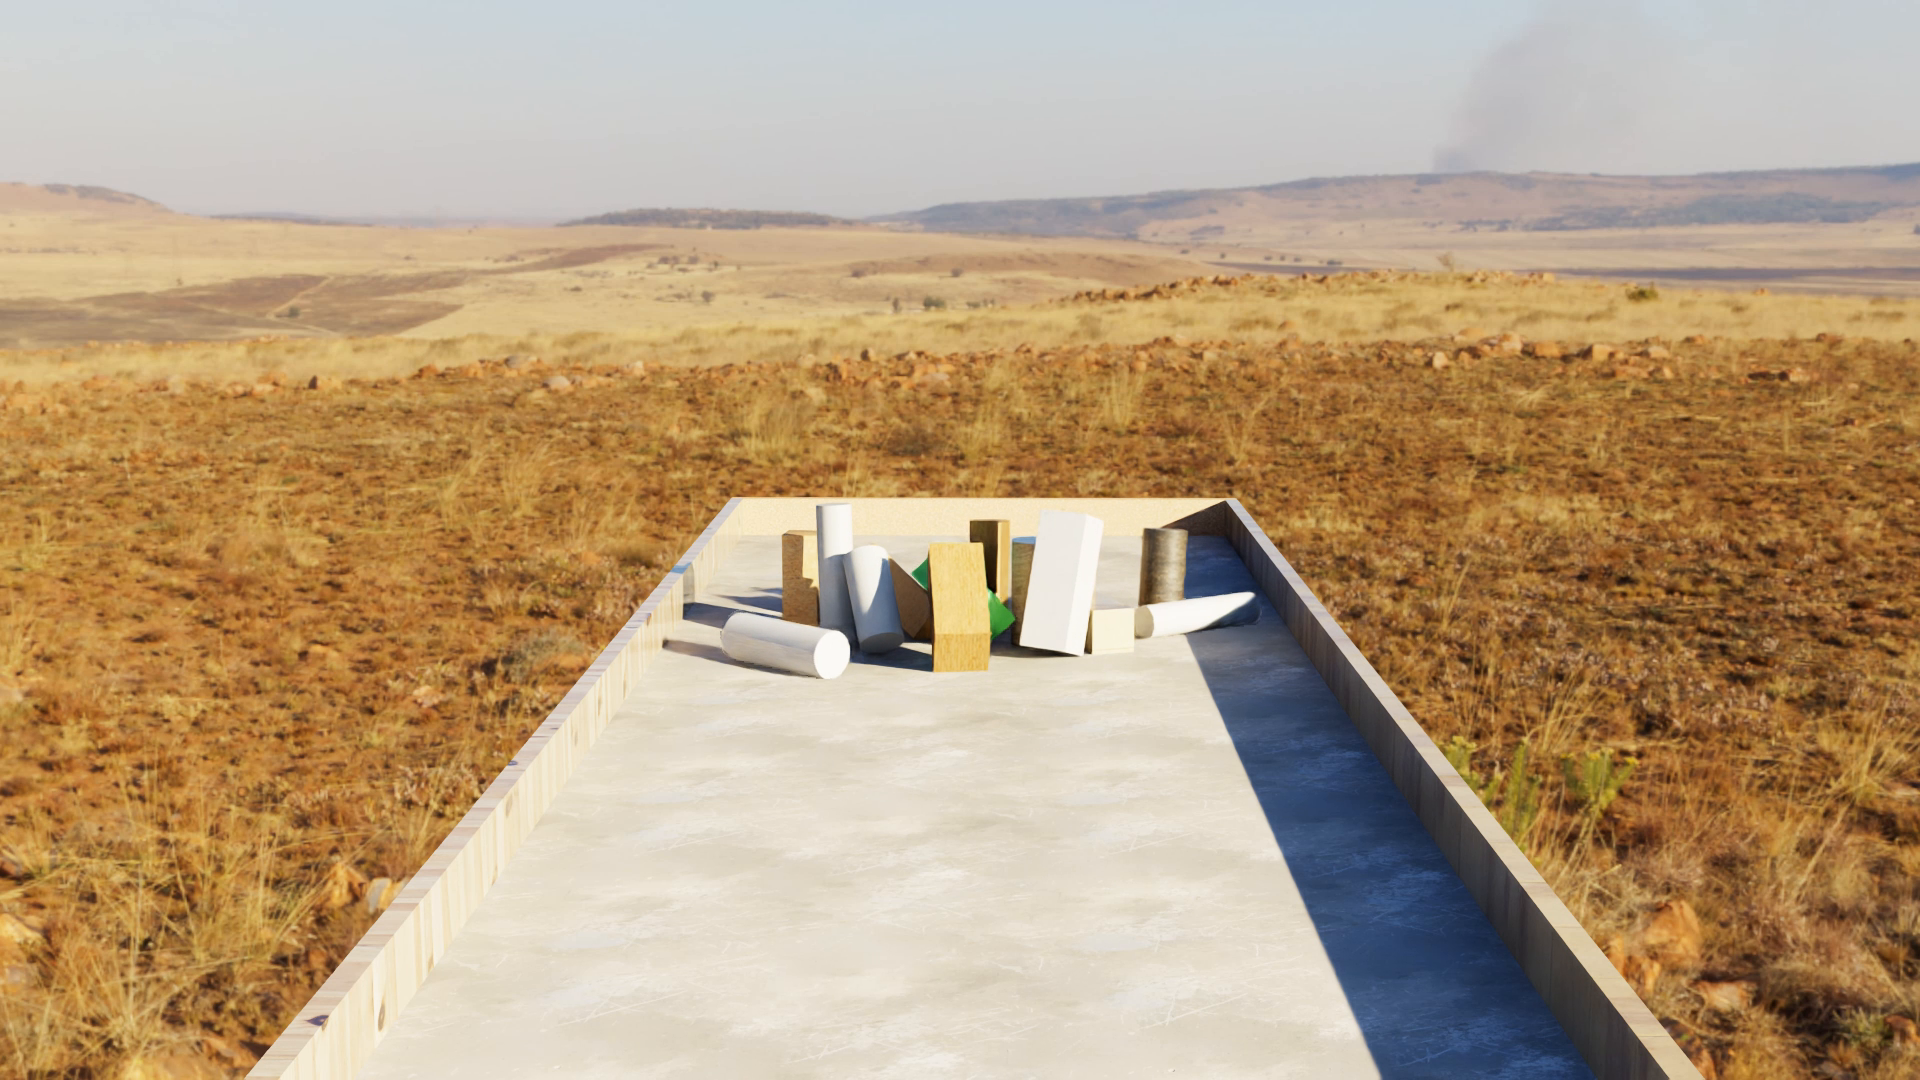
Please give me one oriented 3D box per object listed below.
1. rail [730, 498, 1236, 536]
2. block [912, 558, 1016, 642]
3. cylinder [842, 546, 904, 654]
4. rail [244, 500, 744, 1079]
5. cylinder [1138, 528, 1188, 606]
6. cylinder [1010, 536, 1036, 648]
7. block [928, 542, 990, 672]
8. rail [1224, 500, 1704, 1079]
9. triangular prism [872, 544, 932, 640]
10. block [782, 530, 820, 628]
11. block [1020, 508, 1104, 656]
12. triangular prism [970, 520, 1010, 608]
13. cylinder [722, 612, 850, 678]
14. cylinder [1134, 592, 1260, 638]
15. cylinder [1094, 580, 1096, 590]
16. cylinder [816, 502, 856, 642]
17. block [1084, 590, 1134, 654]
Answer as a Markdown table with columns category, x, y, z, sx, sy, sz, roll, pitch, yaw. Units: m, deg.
| category | x | y | z | sx | sy | sz | roll | pitch | yaw |
| --- | --- | --- | --- | --- | --- | --- | --- | --- | --- |
| rail | 0.099 | -0.098 | 9.147 | 2.100 | 0.150 | 0.050 | 0 | 9 | 1 |
| block | 0.007 | 0.179 | 7.008 | 0.138 | 0.138 | 0.418 | -43 | 30 | -3 |
| cylinder | -0.268 | 0.184 | 6.812 | 0.140 | 0.304 | 0.140 | -10 | -27 | -5 |
| rail | -1.004 | 0.839 | 3.234 | 0.050 | 0.150 | 12.000 | 0 | 9 | 1 |
| cylinder | 0.663 | 0.120 | 7.210 | 0.148 | 0.312 | 0.148 | 3 | 4 | 0 |
| cylinder | 0.235 | 0.163 | 6.917 | 0.148 | 0.331 | 0.148 | 0 | 9 | 0 |
| block | -0.005 | 0.201 | 6.618 | 0.163 | 0.163 | 0.381 | -1 | 44 | -4 |
| rail | 1.046 | 0.843 | 3.208 | 0.050 | 0.150 | 12.000 | 0 | 9 | 1 |
| triangular prism | -0.188 | 0.159 | 7.152 | 0.140 | 0.121 | 0.407 | -6 | 32 | -35 |
| block | -0.513 | 0.130 | 7.193 | 0.114 | 0.312 | 0.114 | 1 | 9 | 8 |
| block | 0.313 | 0.131 | 6.735 | 0.151 | 0.422 | 0.151 | 7 | -5 | 25 |
| triangular prism | 0.118 | 0.107 | 7.213 | 0.136 | 0.341 | 0.118 | 4 | 4 | 44 |
| cylinder | -0.523 | 0.314 | 6.578 | 0.413 | 0.142 | 0.142 | 8 | 12 | 43 |
| cylinder | 0.771 | 0.243 | 7.132 | 0.440 | 0.107 | 0.107 | -6 | 11 | -33 |
| cylinder | 0.371 | 0.121 | 7.269 | 0.159 | 0.306 | 0.159 | 0 | 9 | 0 |
| cylinder | -0.392 | 0.103 | 6.956 | 0.113 | 0.433 | 0.113 | -2 | 6 | 0 |
| block | 0.404 | 0.251 | 6.985 | 0.138 | 0.138 | 0.424 | -3 | 10 | -19 |
